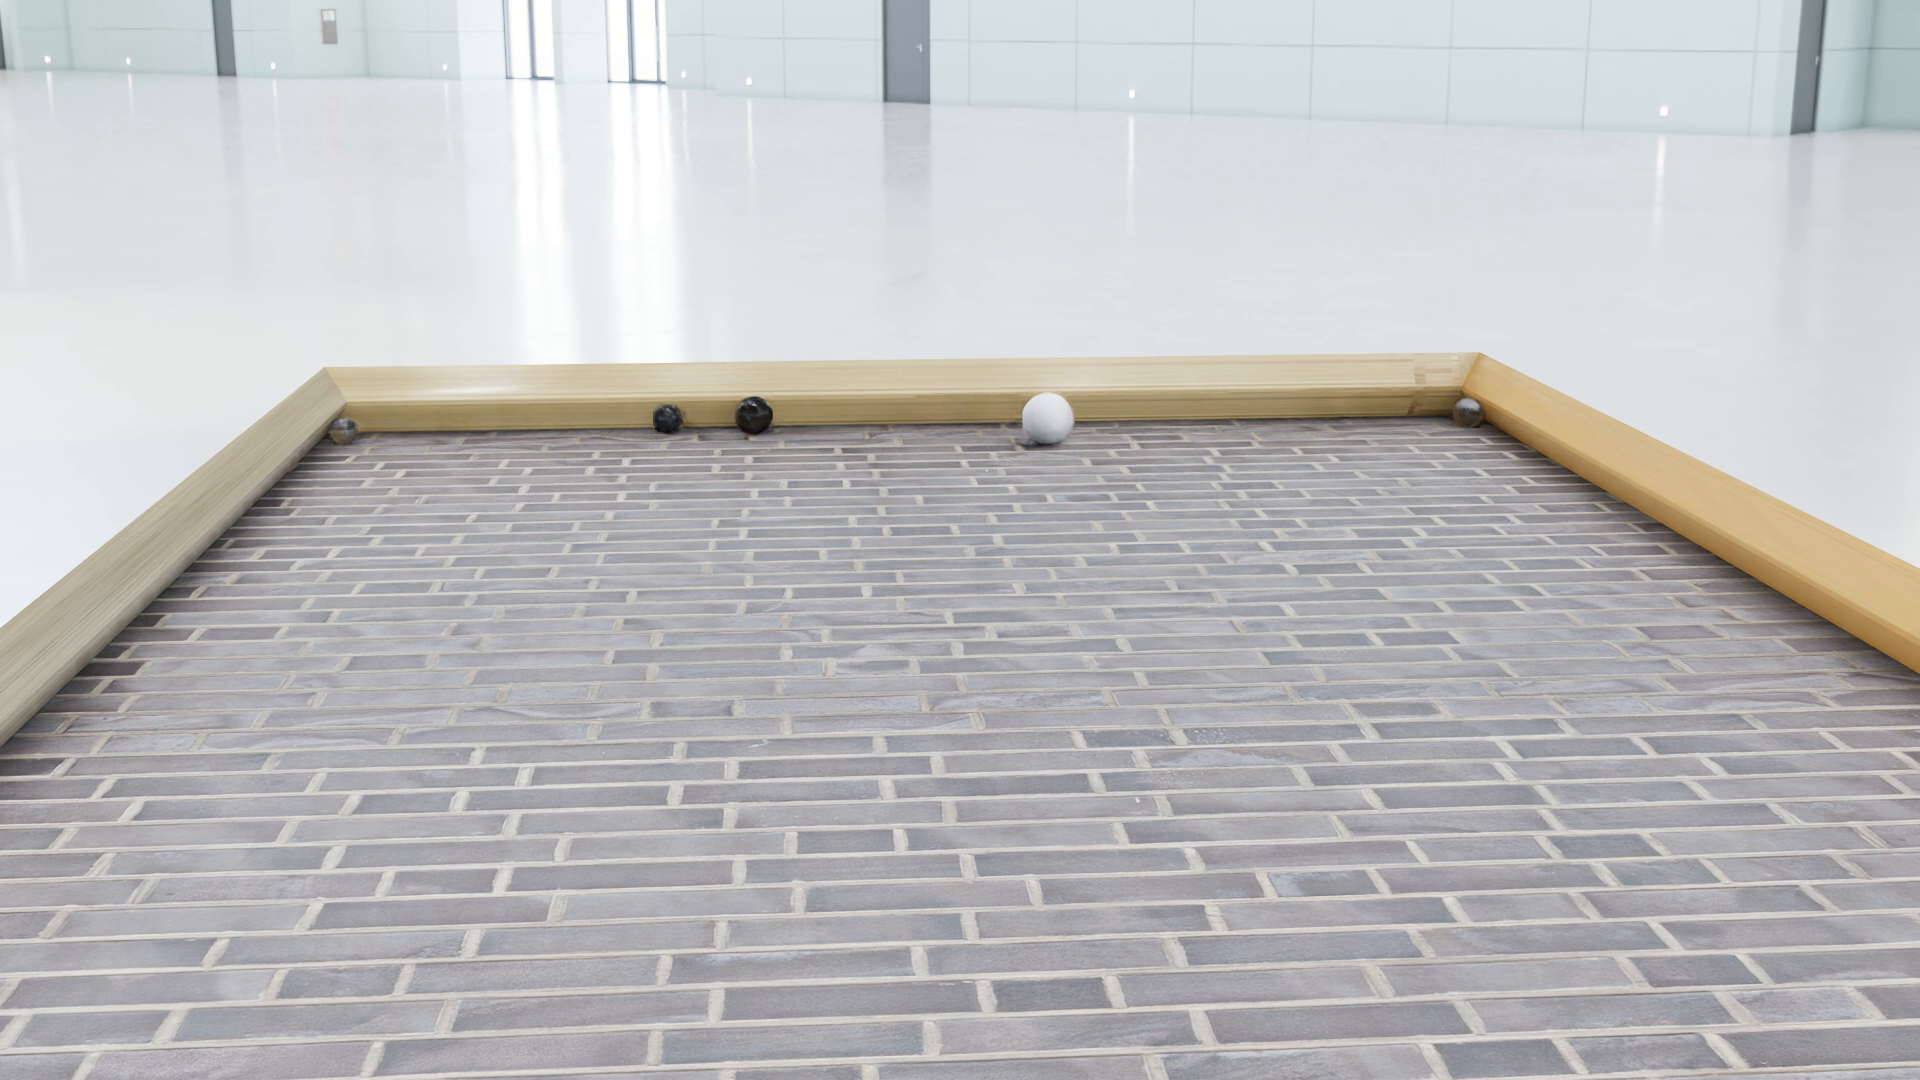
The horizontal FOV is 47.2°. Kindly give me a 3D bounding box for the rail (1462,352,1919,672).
[{"bbox_3d":[1.103,0.189,2.102,0.045,0.116,4.060,-1,14,-5],"label":"rail"}]

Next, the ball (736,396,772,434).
[{"bbox_3d":[-0.365,-0.222,3.902,0.065,0.065,0.065,0,14,0],"label":"ball"}]

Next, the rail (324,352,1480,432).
[{"bbox_3d":[-0.081,-0.264,3.963,2.093,0.116,0.045,-1,14,-5],"label":"rail"}]

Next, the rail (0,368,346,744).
[{"bbox_3d":[-0.936,0.228,1.939,0.045,0.116,4.060,-1,14,-5],"label":"rail"}]

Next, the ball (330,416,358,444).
[{"bbox_3d":[-1.064,-0.189,3.799,0.049,0.049,0.049,0,14,0],"label":"ball"}]

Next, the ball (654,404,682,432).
[{"bbox_3d":[-0.518,-0.216,3.906,0.050,0.050,0.050,0,14,0],"label":"ball"}]

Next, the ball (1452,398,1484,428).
[{"bbox_3d":[0.912,-0.228,3.950,0.054,0.054,0.054,0,14,0],"label":"ball"}]

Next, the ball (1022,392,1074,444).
[{"bbox_3d":[0.151,-0.210,3.802,0.089,0.089,0.089,0,14,0],"label":"ball"}]
